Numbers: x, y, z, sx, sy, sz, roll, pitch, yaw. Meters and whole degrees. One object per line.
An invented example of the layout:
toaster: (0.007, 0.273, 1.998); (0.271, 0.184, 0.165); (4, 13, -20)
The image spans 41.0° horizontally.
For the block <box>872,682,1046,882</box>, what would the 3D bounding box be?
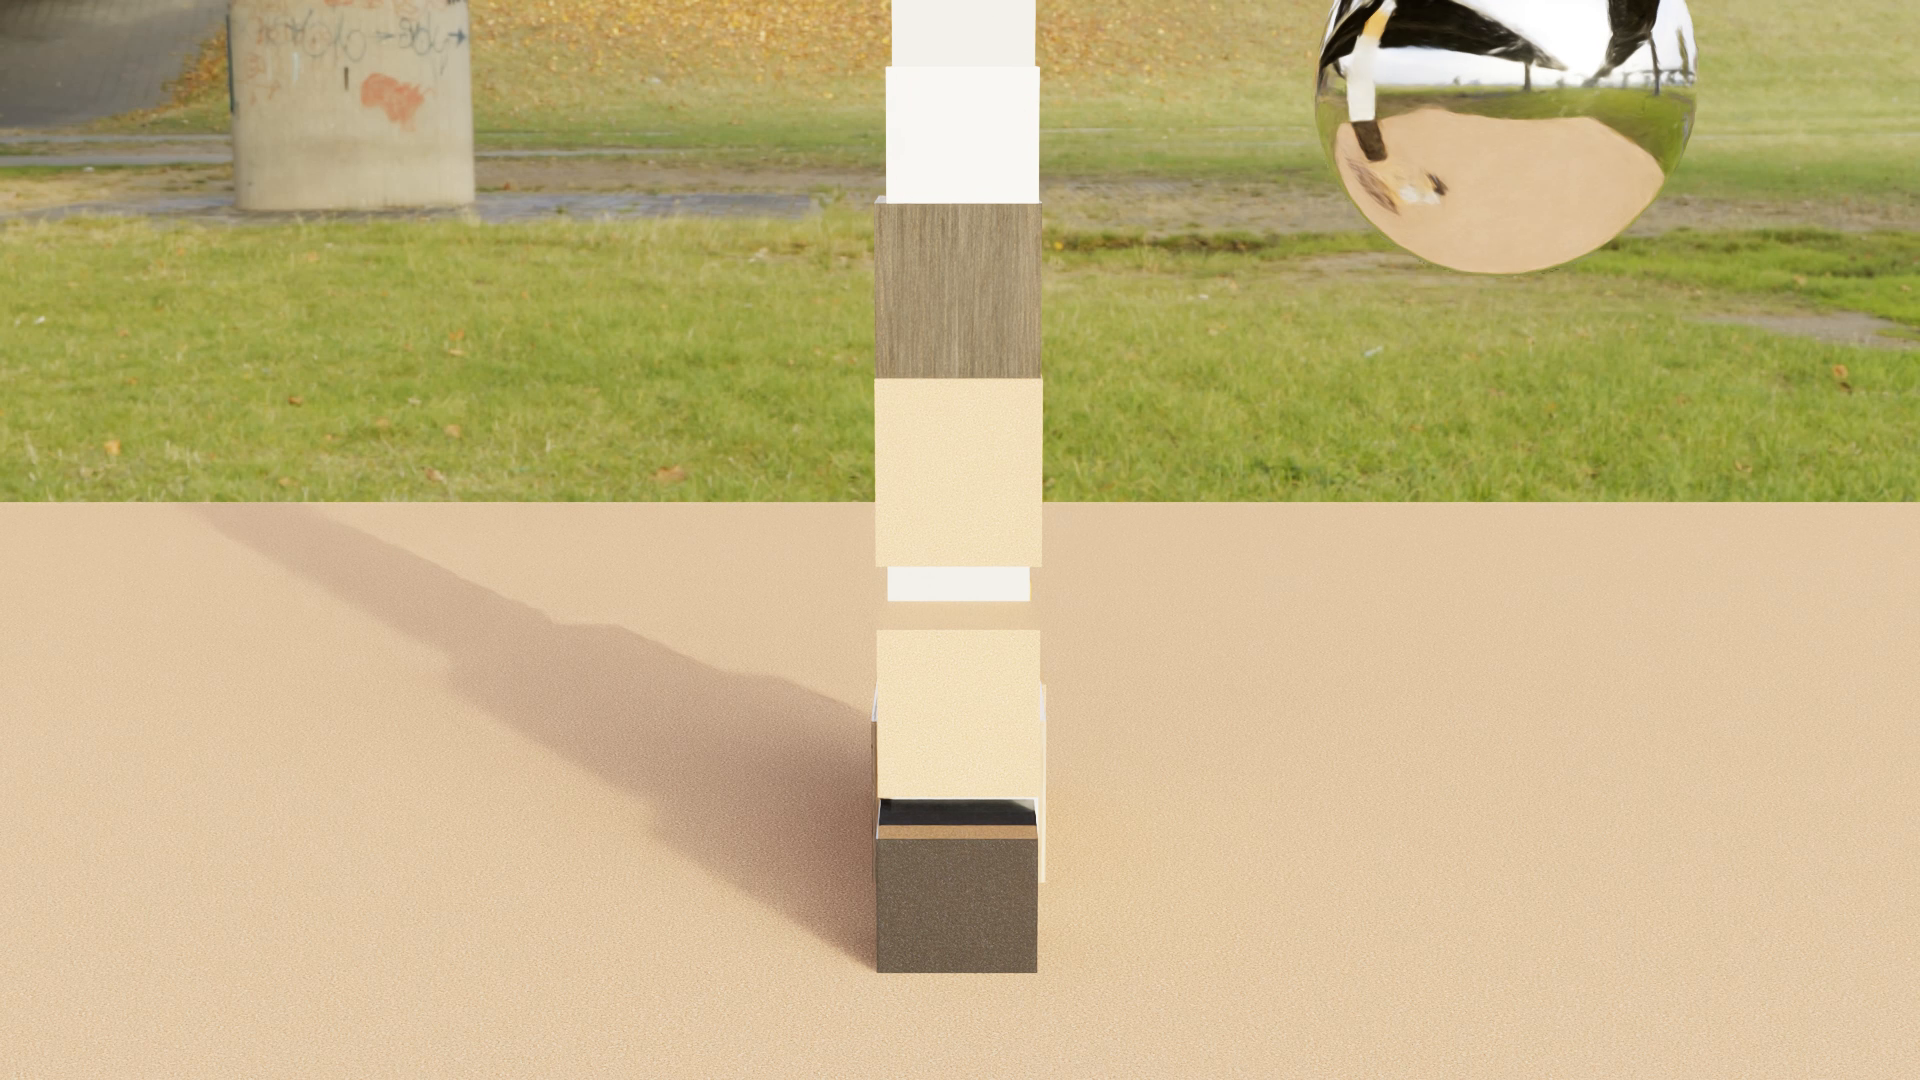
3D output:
block: (-0.005, 1.080, 11.582); (0.761, 0.731, 0.745); (0, 10, 0)

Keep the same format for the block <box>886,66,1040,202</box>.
block: (0.011, -1.722, 10.867); (0.628, 0.553, 0.654); (0, 10, 0)

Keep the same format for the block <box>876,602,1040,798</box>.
block: (-0.006, 0.651, 10.624); (0.655, 0.694, 0.573); (0, 10, 0)

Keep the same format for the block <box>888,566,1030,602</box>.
block: (-0.006, 0.407, 11.226); (0.599, 0.721, 0.678); (0, 10, 0)

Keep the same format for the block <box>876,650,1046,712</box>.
block: (0.003, 0.955, 12.326); (0.793, 0.711, 0.743); (0, 10, 0)

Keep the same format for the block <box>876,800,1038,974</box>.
block: (-0.011, 1.391, 10.367); (0.635, 0.553, 0.557); (0, 10, 0)

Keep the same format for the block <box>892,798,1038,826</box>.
block: (0.020, 1.259, 10.931); (0.609, 0.612, 0.580); (0, 10, 0)

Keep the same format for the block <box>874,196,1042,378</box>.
block: (-0.008, -1.092, 10.982); (0.694, 0.727, 0.665); (0, 10, 0)

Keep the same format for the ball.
ball: (2.295, -1.921, 10.831); (1.600, 1.600, 1.600); (0, 10, 0)

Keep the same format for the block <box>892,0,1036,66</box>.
block: (0.015, -2.299, 10.762); (0.587, 0.620, 0.576); (0, 10, 0)

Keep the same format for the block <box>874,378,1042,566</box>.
block: (-0.005, -0.344, 11.118); (0.700, 0.795, 0.737); (0, 10, 0)

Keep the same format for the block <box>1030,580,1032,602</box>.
block: (0.011, 0.398, 11.914); (0.621, 0.501, 0.630); (0, 7, 0)
